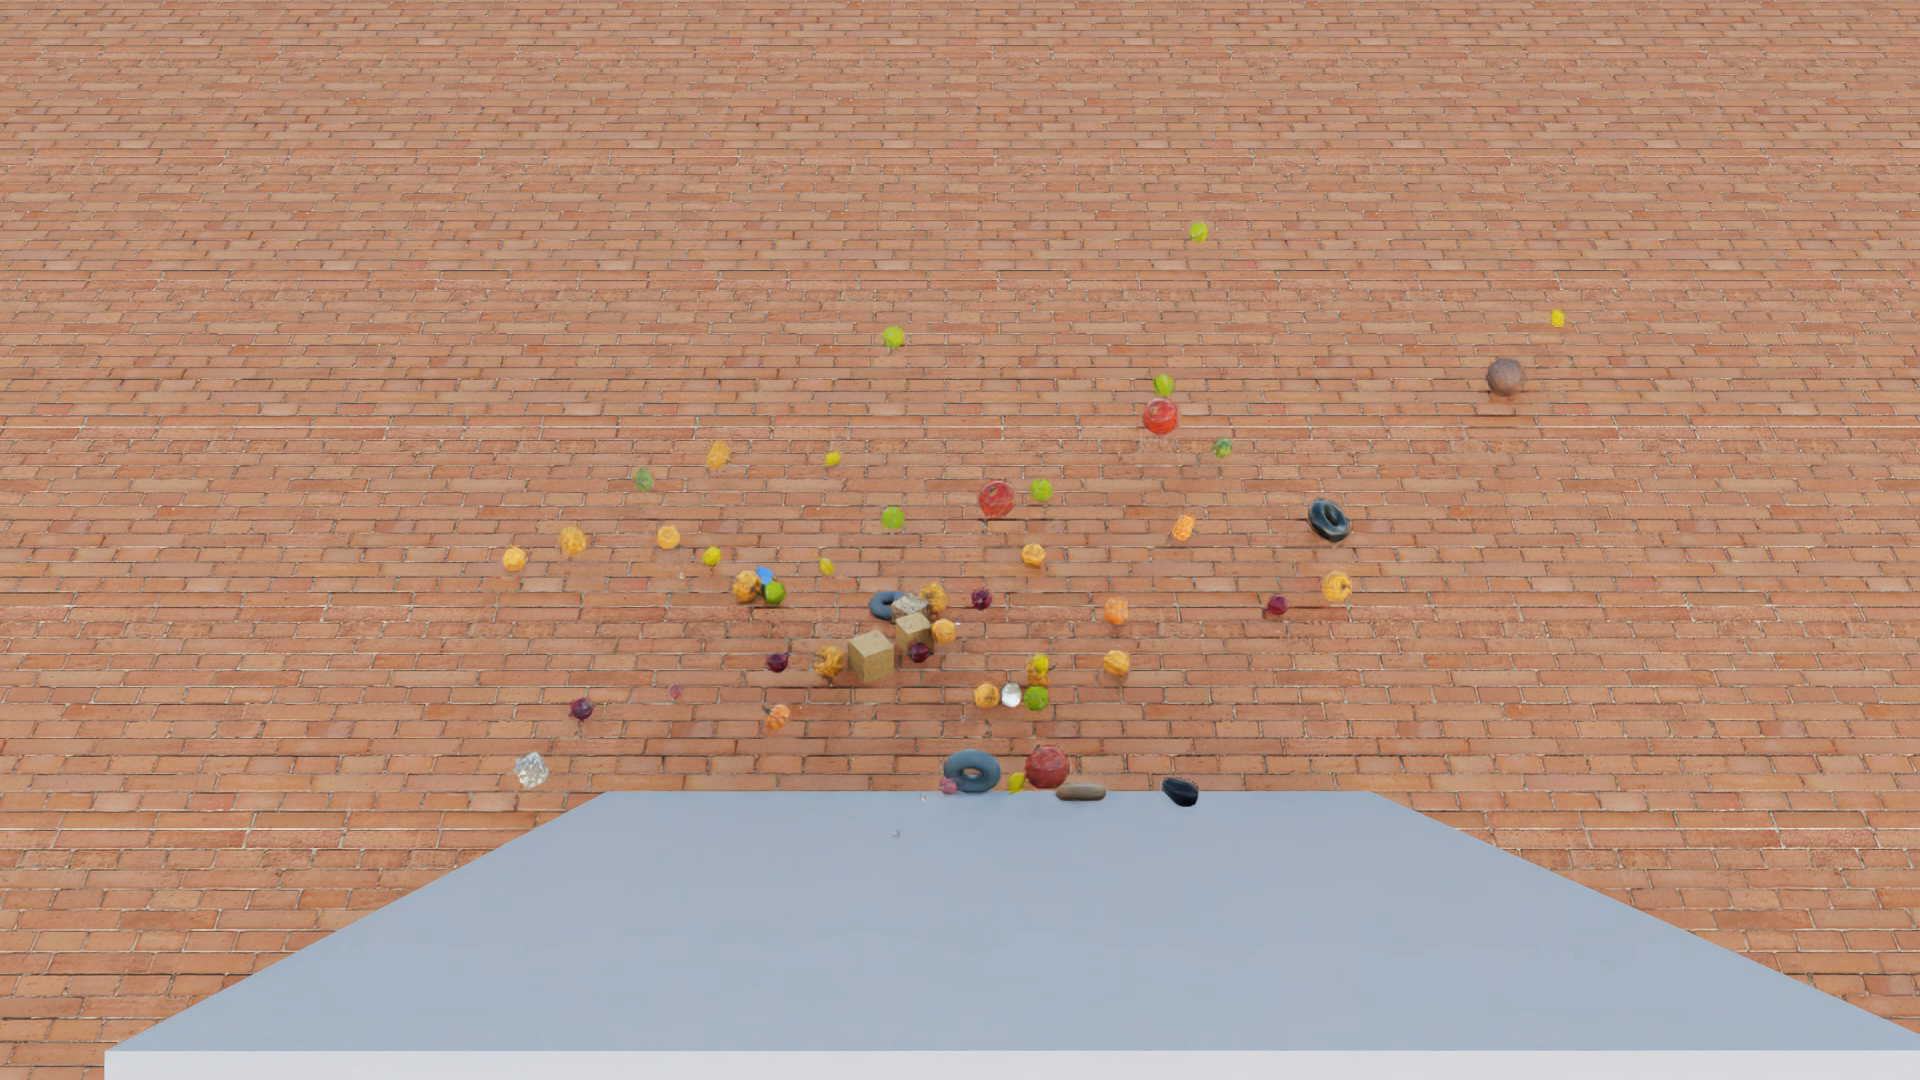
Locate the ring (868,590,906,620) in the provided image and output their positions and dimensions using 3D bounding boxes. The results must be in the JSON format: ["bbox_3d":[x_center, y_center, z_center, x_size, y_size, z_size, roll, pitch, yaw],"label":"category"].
[{"bbox_3d":[-0.207,0.190,7.600,0.123,0.041,0.123,-1,33,1],"label":"ring"}]

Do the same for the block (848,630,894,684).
[{"bbox_3d":[-0.251,0.330,7.345,0.095,0.095,0.095,-18,38,-25],"label":"block"}]

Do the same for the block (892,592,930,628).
[{"bbox_3d":[-0.142,0.216,7.526,0.080,0.080,0.080,-29,44,-36],"label":"block"}]

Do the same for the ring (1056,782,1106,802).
[{"bbox_3d":[0.301,0.629,6.494,0.127,0.042,0.127,1,-1,0],"label":"ring"}]

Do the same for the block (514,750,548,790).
[{"bbox_3d":[-1.133,0.608,6.858,0.063,0.063,0.063,-25,23,4],"label":"block"}]

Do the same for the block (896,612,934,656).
[{"bbox_3d":[-0.131,0.270,7.446,0.080,0.080,0.080,-16,37,-22],"label":"block"}]

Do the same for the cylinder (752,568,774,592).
[{"bbox_3d":[-0.583,0.116,7.682,0.052,0.052,0.052,10,62,14],"label":"cylinder"}]

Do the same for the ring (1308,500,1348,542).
[{"bbox_3d":[1.121,-0.058,7.899,0.149,0.050,0.149,27,40,-26],"label":"ring"}]

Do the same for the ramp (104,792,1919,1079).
[{"bbox_3d":[0.076,0.655,4.802,2.000,0.100,4.000,0,-2,0],"label":"ramp"}]

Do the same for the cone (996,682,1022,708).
[{"bbox_3d":[0.121,0.431,7.252,0.072,0.072,0.072,-30,18,-37],"label":"cone"}]
